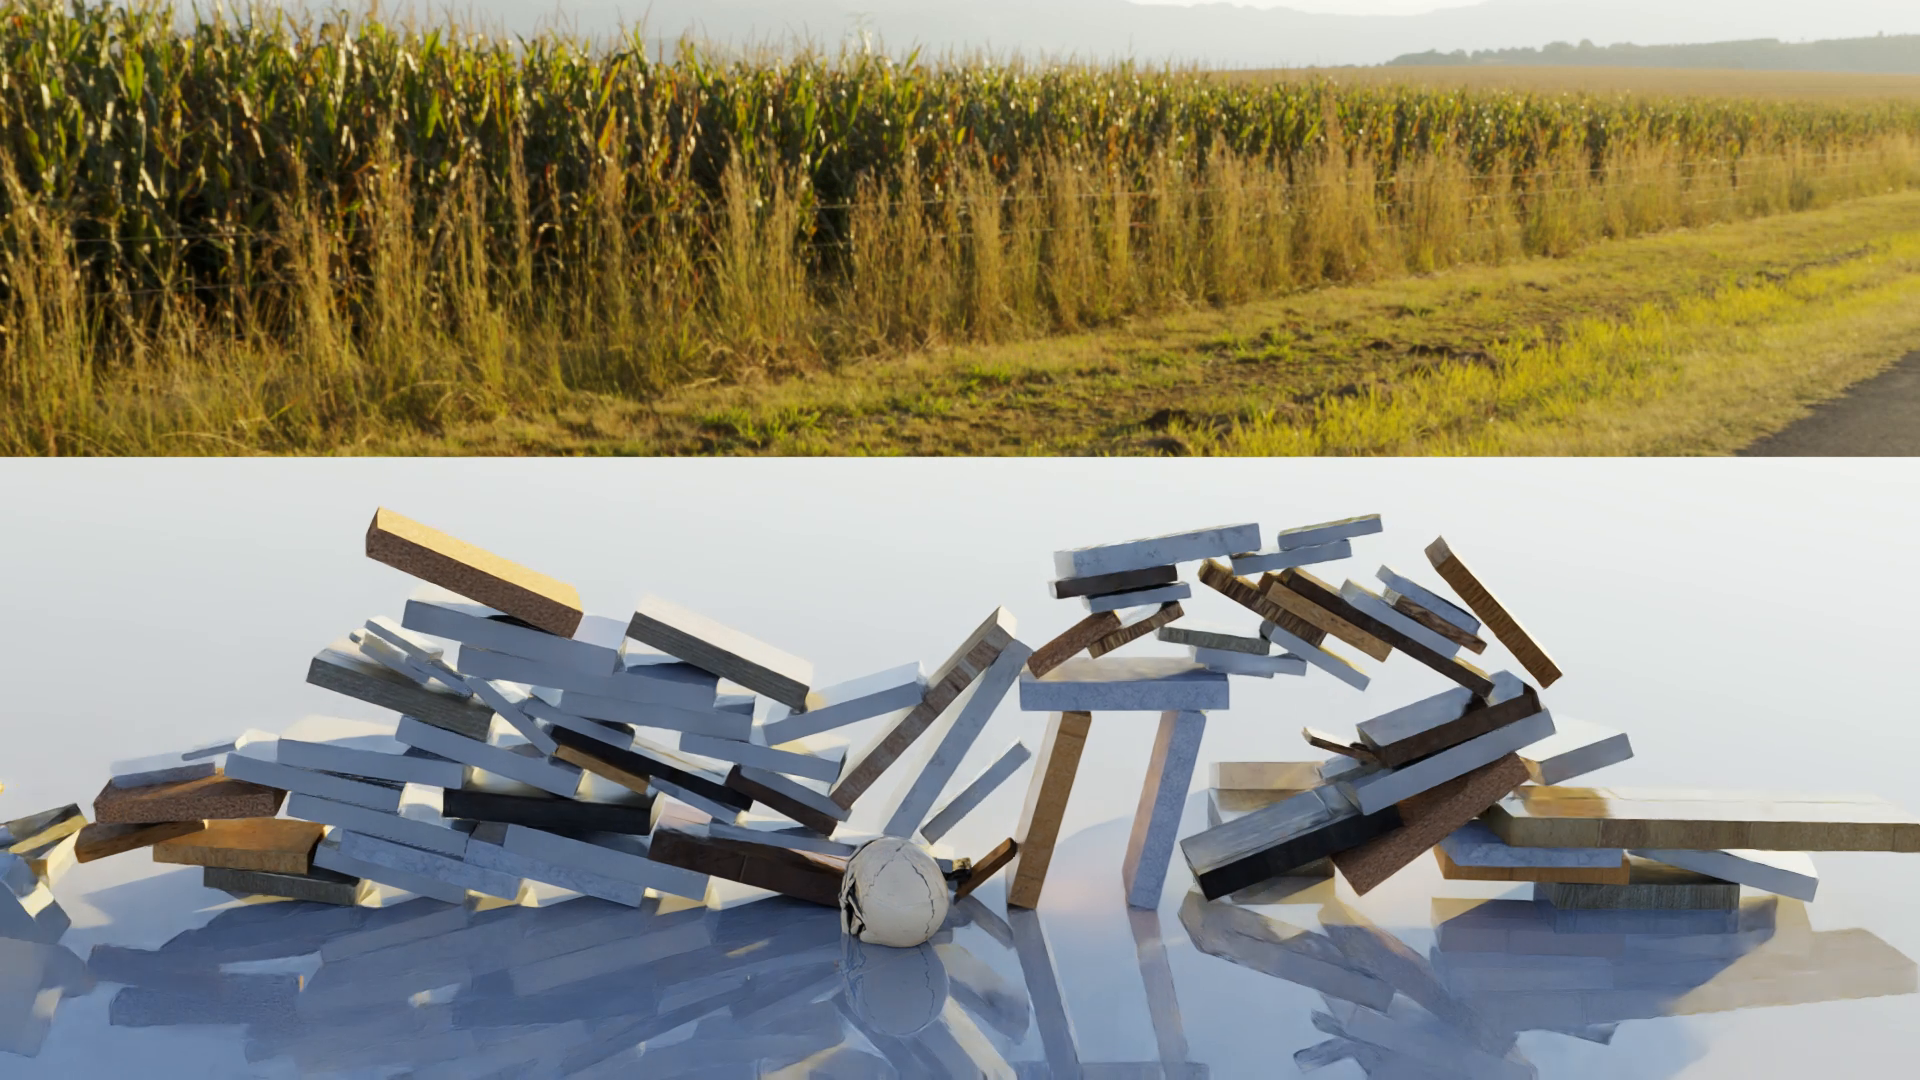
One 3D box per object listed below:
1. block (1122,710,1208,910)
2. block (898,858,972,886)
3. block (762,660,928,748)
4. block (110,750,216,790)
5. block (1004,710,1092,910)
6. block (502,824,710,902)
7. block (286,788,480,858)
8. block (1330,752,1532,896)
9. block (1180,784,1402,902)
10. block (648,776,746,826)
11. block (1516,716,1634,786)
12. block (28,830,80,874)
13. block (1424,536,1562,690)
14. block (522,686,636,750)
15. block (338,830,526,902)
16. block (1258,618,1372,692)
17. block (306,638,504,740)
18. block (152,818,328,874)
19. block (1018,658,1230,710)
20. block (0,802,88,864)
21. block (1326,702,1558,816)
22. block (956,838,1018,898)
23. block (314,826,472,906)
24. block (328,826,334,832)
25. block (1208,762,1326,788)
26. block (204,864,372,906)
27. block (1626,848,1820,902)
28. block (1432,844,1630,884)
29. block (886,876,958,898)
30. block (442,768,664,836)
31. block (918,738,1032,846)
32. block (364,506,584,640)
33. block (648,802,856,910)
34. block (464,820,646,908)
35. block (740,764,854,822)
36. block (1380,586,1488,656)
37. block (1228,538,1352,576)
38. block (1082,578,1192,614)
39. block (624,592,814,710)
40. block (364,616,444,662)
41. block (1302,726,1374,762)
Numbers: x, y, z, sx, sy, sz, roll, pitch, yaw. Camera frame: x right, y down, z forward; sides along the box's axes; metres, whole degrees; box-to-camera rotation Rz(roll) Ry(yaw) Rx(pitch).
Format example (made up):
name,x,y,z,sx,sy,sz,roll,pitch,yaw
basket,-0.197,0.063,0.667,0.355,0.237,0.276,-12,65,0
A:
name,x,y,z,sx,sy,sz,roll,pitch,yaw
block,0.337,0.424,3.643,0.047,0.335,0.167,13,10,-2
block,-0.041,0.554,3.667,0.119,0.017,0.059,-7,9,2
block,-0.188,0.268,3.618,0.264,0.037,0.132,-17,11,6
block,-1.323,0.379,3.649,0.159,0.023,0.080,-7,16,-23
block,0.145,0.424,3.644,0.047,0.335,0.167,15,10,-3
block,-0.575,0.509,3.657,0.336,0.048,0.168,15,10,-3
block,-0.949,0.449,3.650,0.295,0.042,0.148,14,10,-4
block,0.767,0.447,3.644,0.341,0.048,0.171,-36,12,3
block,0.547,0.489,3.655,0.341,0.048,0.171,-21,12,-1
block,-0.433,0.421,3.655,0.157,0.022,0.079,25,11,6
block,1.024,0.361,3.783,0.155,0.044,0.310,-18,2,-3
block,-1.622,0.541,3.855,0.102,0.029,0.203,-1,11,-6
block,0.864,0.116,3.568,0.038,0.268,0.134,-42,6,12
block,-0.624,0.290,3.617,0.183,0.026,0.091,22,10,-10
block,-0.866,0.517,3.657,0.295,0.042,0.148,16,10,-3
block,0.579,0.184,3.594,0.182,0.026,0.091,29,8,-7
block,-0.900,0.243,3.608,0.301,0.043,0.151,18,9,-3
block,-1.195,0.502,3.659,0.251,0.036,0.126,5,17,-2
block,0.265,0.235,3.608,0.335,0.047,0.167,0,11,0
block,-1.585,0.510,3.640,0.282,0.040,0.141,-16,17,35
block,0.791,0.342,3.633,0.341,0.048,0.171,-23,12,-2
block,0.044,0.546,3.663,0.119,0.017,0.059,-40,8,7
block,-0.933,0.538,3.662,0.251,0.036,0.126,16,10,-3
block,-1.106,0.531,3.878,0.045,0.013,0.091,45,23,9
block,0.657,0.446,4.177,0.349,0.049,0.175,0,-6,0
block,-1.112,0.550,3.664,0.251,0.036,0.126,7,17,1
block,1.265,0.524,3.667,0.297,0.042,0.149,14,11,12
block,0.949,0.526,3.669,0.297,0.042,0.149,1,11,5
block,-0.064,0.573,3.668,0.119,0.017,0.059,-7,9,1
block,-0.668,0.425,3.638,0.336,0.048,0.168,5,11,0
block,0.026,0.418,3.661,0.221,0.031,0.111,-42,-1,-1
block,-0.762,0.051,3.451,0.338,0.048,0.169,24,5,-18
block,-0.342,0.523,3.660,0.336,0.048,0.168,15,10,-4
block,-0.663,0.530,3.662,0.295,0.042,0.148,15,10,-3
block,-0.274,0.404,3.675,0.196,0.028,0.098,26,9,-12
block,0.770,0.129,3.574,0.167,0.024,0.084,29,9,-8
block,0.536,0.025,3.582,0.192,0.027,0.096,-10,5,4
block,0.283,0.090,3.547,0.164,0.023,0.082,-9,6,-6
block,-0.394,0.182,3.639,0.309,0.044,0.154,24,9,-6
block,-0.907,0.161,3.589,0.120,0.017,0.060,29,7,6
block,0.616,0.334,3.587,0.108,0.015,0.054,17,10,-9
